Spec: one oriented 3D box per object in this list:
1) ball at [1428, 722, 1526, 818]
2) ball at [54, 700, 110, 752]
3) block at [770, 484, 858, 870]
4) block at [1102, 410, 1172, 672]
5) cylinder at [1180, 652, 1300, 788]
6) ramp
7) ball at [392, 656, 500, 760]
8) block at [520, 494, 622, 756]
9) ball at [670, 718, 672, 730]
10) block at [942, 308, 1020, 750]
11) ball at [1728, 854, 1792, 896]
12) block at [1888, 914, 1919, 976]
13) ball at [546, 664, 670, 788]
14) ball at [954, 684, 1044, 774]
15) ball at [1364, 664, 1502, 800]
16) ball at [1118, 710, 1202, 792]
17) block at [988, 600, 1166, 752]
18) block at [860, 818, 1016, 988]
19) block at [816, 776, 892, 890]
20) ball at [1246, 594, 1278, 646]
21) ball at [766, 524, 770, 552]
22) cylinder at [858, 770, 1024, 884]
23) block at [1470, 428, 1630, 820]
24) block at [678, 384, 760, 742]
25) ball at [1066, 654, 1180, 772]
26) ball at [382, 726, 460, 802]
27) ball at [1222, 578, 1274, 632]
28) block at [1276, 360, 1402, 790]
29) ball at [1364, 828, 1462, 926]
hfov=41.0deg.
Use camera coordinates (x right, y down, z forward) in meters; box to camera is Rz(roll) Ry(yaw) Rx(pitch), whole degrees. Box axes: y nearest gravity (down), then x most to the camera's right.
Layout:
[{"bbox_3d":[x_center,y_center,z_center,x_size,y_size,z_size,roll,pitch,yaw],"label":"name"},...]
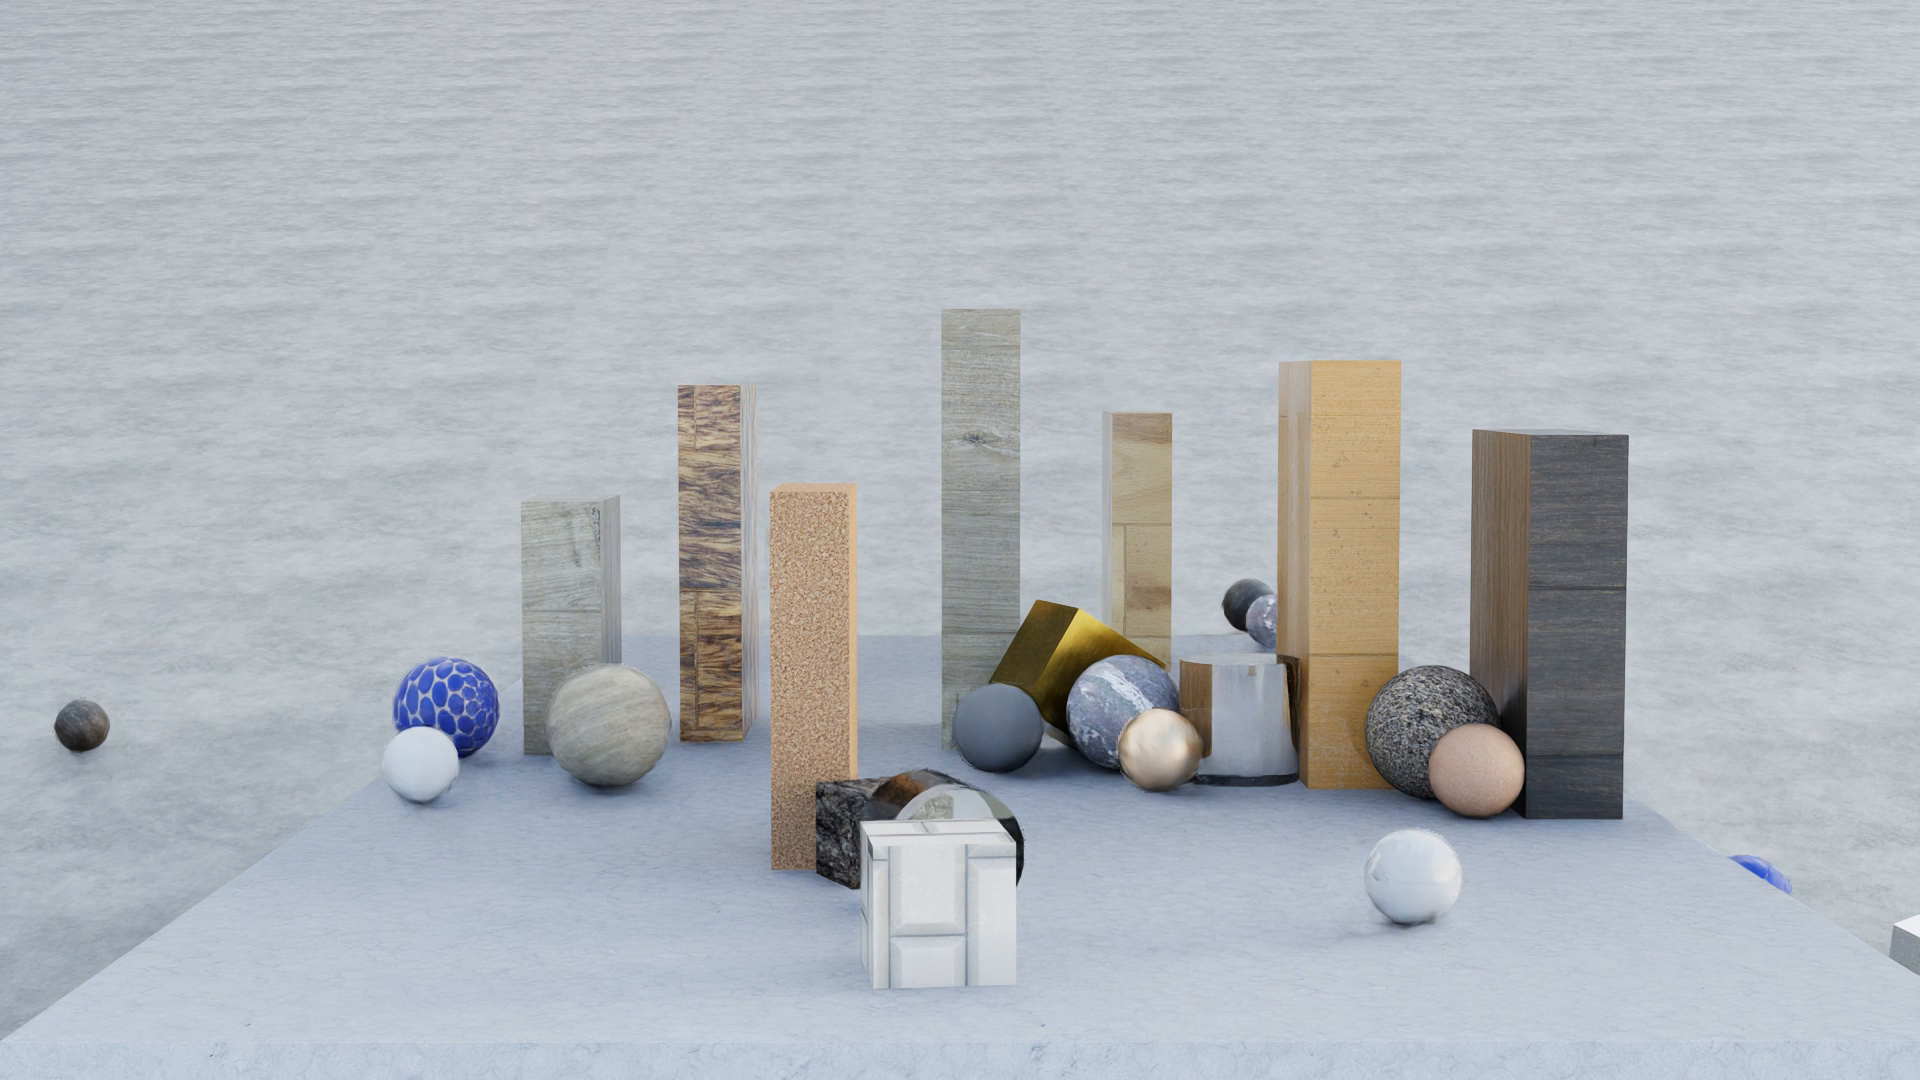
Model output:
[{"bbox_3d":[0.767,0.343,3.814,0.142,0.142,0.142,0,20,0],"label":"ball"},{"bbox_3d":[-2.078,0.440,6.078,0.123,0.123,0.123,0,20,0],"label":"ball"},{"bbox_3d":[-0.199,0.179,3.539,0.105,0.504,0.276,0,4,0],"label":"block"},{"bbox_3d":[0.403,-0.007,5.893,0.132,0.575,0.405,0,4,0],"label":"block"},{"bbox_3d":[0.456,0.291,4.194,0.196,0.196,0.196,0,4,0],"label":"cylinder"},{"bbox_3d":[0.046,0.418,4.535,2.000,0.100,4.000,0,4,0],"label":"ramp"},{"bbox_3d":[-0.876,0.289,4.382,0.179,0.179,0.179,0,20,0],"label":"ball"},{"bbox_3d":[-0.690,0.145,4.577,0.137,0.440,0.267,0,4,0],"label":"block"},{"bbox_3d":[-0.556,0.317,4.422,0.117,0.117,0.117,0,20,0],"label":"ball"},{"bbox_3d":[0.036,-0.028,4.676,0.138,0.773,0.366,0,4,0],"label":"block"},{"bbox_3d":[1.186,0.542,3.877,0.134,0.134,0.134,0,20,0],"label":"ball"},{"bbox_3d":[1.907,0.834,4.860,0.205,0.205,0.205,-12,23,-30],"label":"block"},{"bbox_3d":[-0.562,0.297,4.108,0.197,0.197,0.197,0,20,0],"label":"ball"},{"bbox_3d":[0.064,0.312,4.250,0.149,0.149,0.149,0,20,0],"label":"ball"},{"bbox_3d":[0.733,0.298,3.980,0.209,0.209,0.209,0,20,0],"label":"ball"},{"bbox_3d":[0.315,0.333,4.051,0.131,0.131,0.131,0,20,0],"label":"ball"},{"bbox_3d":[0.196,0.241,4.441,0.192,0.192,0.192,33,-8,-19],"label":"block"},{"bbox_3d":[-0.026,0.399,2.836,0.155,0.155,0.155,-1,4,-7],"label":"block"},{"bbox_3d":[-0.110,0.382,3.363,0.121,0.121,0.121,-2,4,-25],"label":"block"},{"bbox_3d":[0.758,0.196,6.237,0.126,0.126,0.126,0,20,0],"label":"ball"},{"bbox_3d":[-0.472,-0.007,7.267,0.159,0.159,0.159,0,20,0],"label":"ball"},{"bbox_3d":[-0.025,0.375,3.153,0.164,0.164,0.164,-7,6,-18],"label":"cylinder"},{"bbox_3d":[0.910,0.116,4.000,0.145,0.570,0.425,0,4,0],"label":"block"},{"bbox_3d":[-0.448,0.031,4.792,0.111,0.641,0.397,0,4,0],"label":"block"},{"bbox_3d":[0.274,0.287,4.265,0.195,0.195,0.195,0,20,0],"label":"ball"},{"bbox_3d":[-0.833,0.346,3.966,0.117,0.117,0.117,0,20,0],"label":"ball"},{"bbox_3d":[0.761,0.171,6.748,0.142,0.142,0.142,0,20,0],"label":"ball"},{"bbox_3d":[0.624,0.044,4.268,0.141,0.681,0.413,0,4,0],"label":"block"},{"bbox_3d":[0.541,0.403,3.072,0.115,0.115,0.115,0,20,0],"label":"ball"}]
